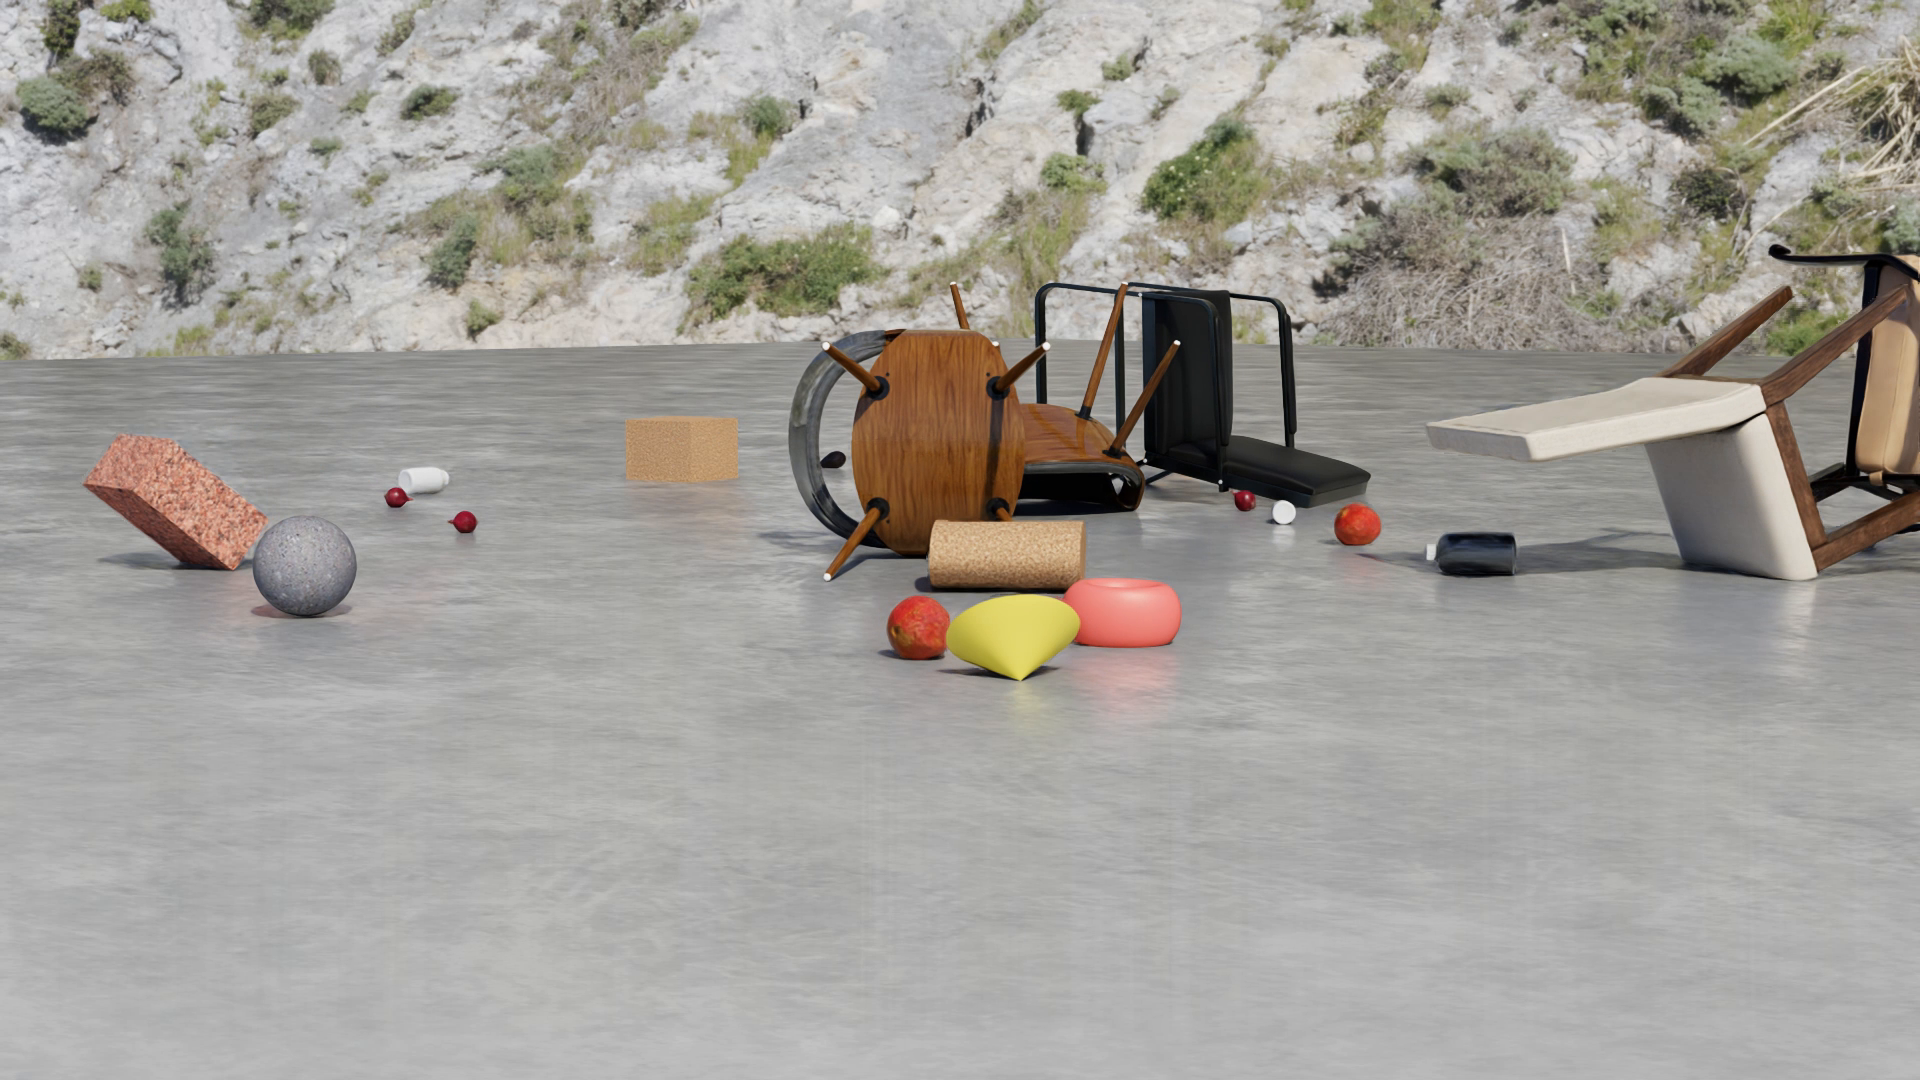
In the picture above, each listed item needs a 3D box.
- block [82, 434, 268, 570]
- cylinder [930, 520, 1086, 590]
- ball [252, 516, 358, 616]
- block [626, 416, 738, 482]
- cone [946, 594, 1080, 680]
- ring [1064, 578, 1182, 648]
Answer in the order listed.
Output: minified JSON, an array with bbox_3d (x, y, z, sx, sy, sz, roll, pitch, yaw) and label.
[{"bbox_3d":[-1.764,-0.086,5.772,0.258,0.142,0.301,6,-31,47],"label":"block"},{"bbox_3d":[0.103,0.033,5.410,0.312,0.141,0.235,1,8,6],"label":"cylinder"},{"bbox_3d":[-1.269,0.050,4.970,0.196,0.196,0.196,0,6,0],"label":"ball"},{"bbox_3d":[-0.905,-0.297,8.350,0.262,0.194,0.255,3,7,31],"label":"block"},{"bbox_3d":[0.093,0.191,4.205,0.223,0.094,0.233,-8,-32,0],"label":"cone"},{"bbox_3d":[0.289,0.131,4.606,0.217,0.111,0.150,2,9,5],"label":"ring"}]
